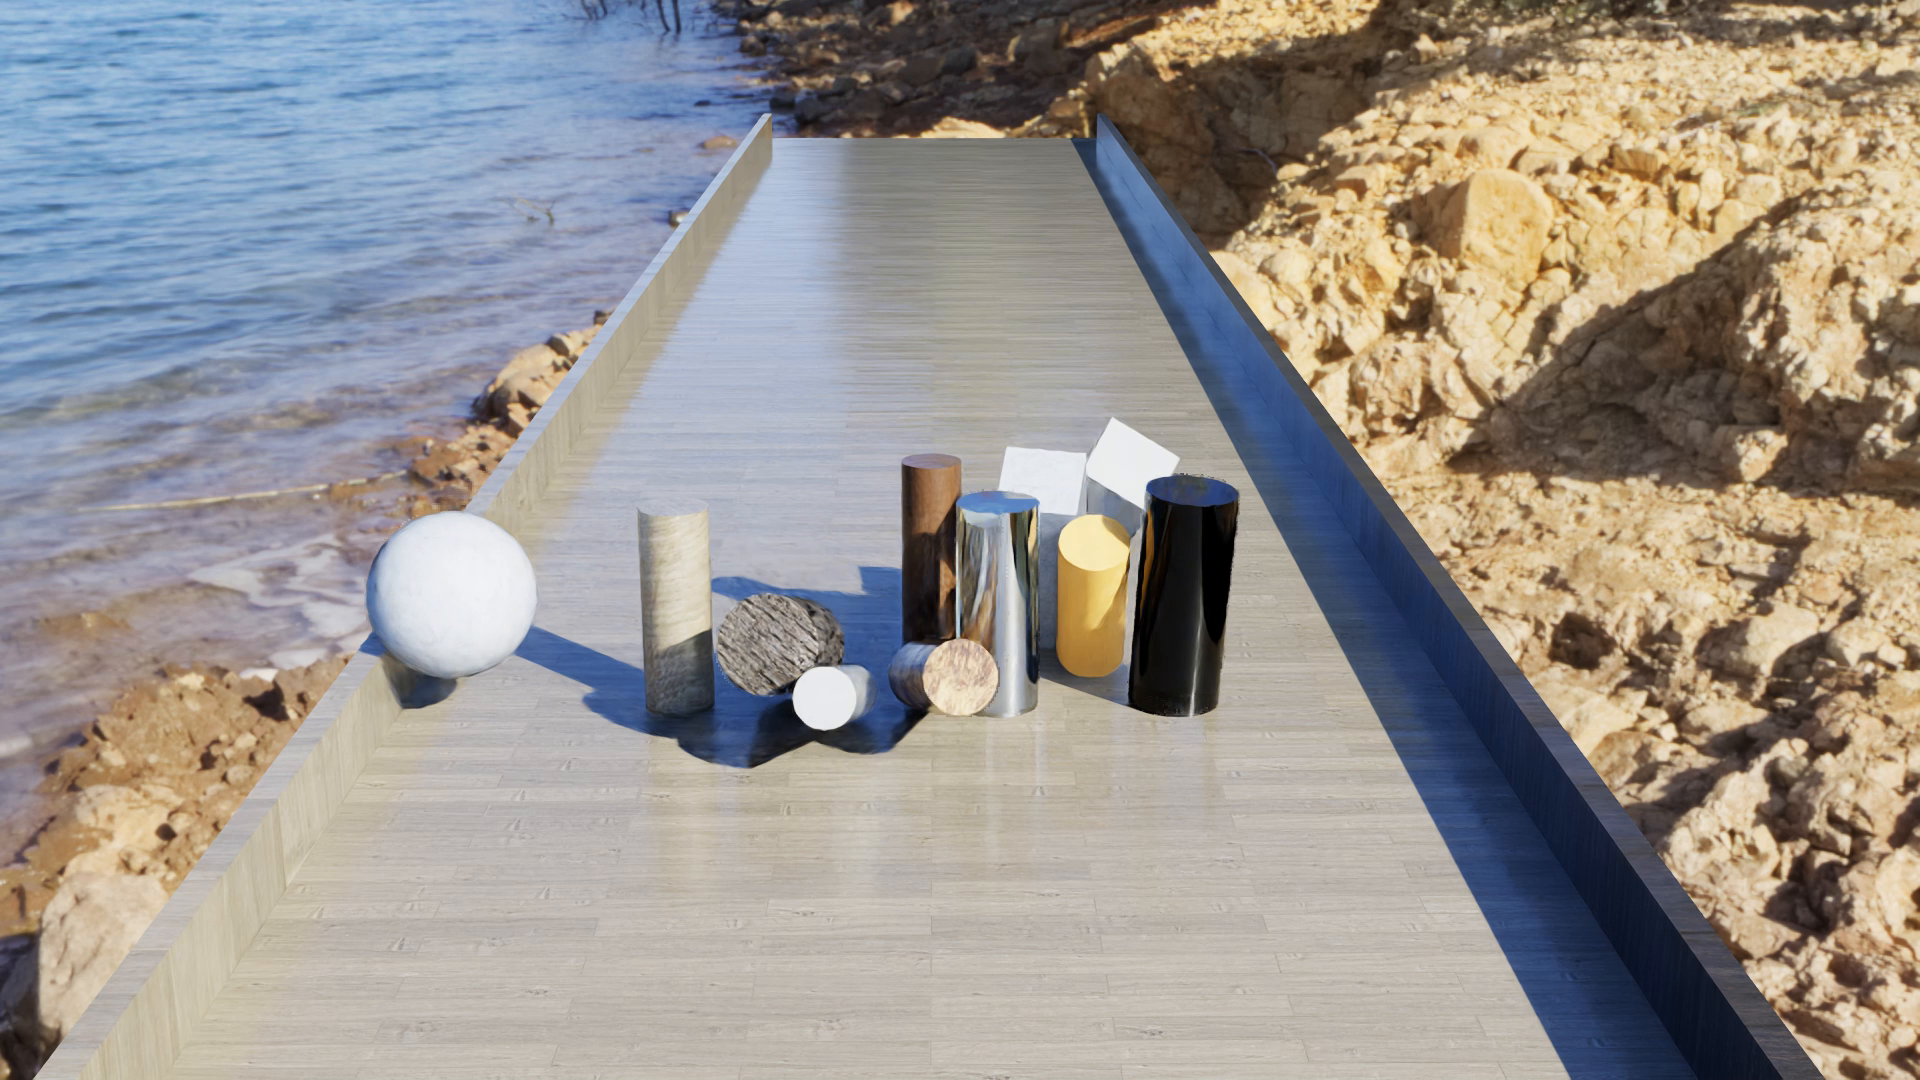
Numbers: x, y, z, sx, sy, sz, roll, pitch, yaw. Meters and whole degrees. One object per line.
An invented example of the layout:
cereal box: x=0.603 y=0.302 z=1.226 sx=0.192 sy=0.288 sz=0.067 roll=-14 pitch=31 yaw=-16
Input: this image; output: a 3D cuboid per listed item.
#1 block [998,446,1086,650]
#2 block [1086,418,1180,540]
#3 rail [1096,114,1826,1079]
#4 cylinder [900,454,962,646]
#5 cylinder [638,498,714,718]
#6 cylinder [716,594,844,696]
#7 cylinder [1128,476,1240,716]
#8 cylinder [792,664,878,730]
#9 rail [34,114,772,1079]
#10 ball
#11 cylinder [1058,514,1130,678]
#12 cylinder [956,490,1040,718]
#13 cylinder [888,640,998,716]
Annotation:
block: x=0.165 y=0.023 z=4.356 sx=0.155 sy=0.434 sz=0.155 roll=5 pitch=52 yaw=8
block: x=0.269 y=-0.038 z=4.515 sx=0.157 sy=0.459 sz=0.157 roll=31 pitch=56 yaw=0
rail: x=0.932 y=-0.844 z=7.801 sx=0.050 sy=0.150 sz=12.000 roll=0 pitch=17 yaw=-1
cylinder: x=-0.057 y=0.038 z=4.391 sx=0.119 sy=0.404 sz=0.119 roll=0 pitch=17 yaw=0
cylinder: x=-0.531 y=0.126 z=4.119 sx=0.131 sy=0.391 sz=0.131 roll=0 pitch=17 yaw=0
cylinder: x=-0.321 y=0.191 z=4.013 sx=0.177 sy=0.177 sz=0.430 roll=1 pitch=-3 yaw=3
cylinder: x=0.417 y=0.104 z=4.122 sx=0.173 sy=0.417 sz=0.173 roll=3 pitch=20 yaw=-1
cylinder: x=-0.216 y=0.274 z=3.888 sx=0.107 sy=0.107 sz=0.415 roll=1 pitch=-3 yaw=3
rail: x=-1.118 y=-0.838 z=7.780 sx=0.050 sy=0.150 sz=12.000 roll=0 pitch=17 yaw=-1
ball: x=-0.931 y=0.100 z=4.032 sx=0.307 sy=0.307 sz=0.307 roll=0 pitch=17 yaw=0
cylinder: x=0.255 y=0.111 z=4.223 sx=0.134 sy=0.343 sz=0.134 roll=-1 pitch=51 yaw=1
cylinder: x=0.070 y=0.120 z=4.123 sx=0.154 sy=0.398 sz=0.154 roll=0 pitch=17 yaw=0
cylinder: x=-0.036 y=0.244 z=3.950 sx=0.130 sy=0.130 sz=0.404 roll=-3 pitch=-2 yaw=-11
